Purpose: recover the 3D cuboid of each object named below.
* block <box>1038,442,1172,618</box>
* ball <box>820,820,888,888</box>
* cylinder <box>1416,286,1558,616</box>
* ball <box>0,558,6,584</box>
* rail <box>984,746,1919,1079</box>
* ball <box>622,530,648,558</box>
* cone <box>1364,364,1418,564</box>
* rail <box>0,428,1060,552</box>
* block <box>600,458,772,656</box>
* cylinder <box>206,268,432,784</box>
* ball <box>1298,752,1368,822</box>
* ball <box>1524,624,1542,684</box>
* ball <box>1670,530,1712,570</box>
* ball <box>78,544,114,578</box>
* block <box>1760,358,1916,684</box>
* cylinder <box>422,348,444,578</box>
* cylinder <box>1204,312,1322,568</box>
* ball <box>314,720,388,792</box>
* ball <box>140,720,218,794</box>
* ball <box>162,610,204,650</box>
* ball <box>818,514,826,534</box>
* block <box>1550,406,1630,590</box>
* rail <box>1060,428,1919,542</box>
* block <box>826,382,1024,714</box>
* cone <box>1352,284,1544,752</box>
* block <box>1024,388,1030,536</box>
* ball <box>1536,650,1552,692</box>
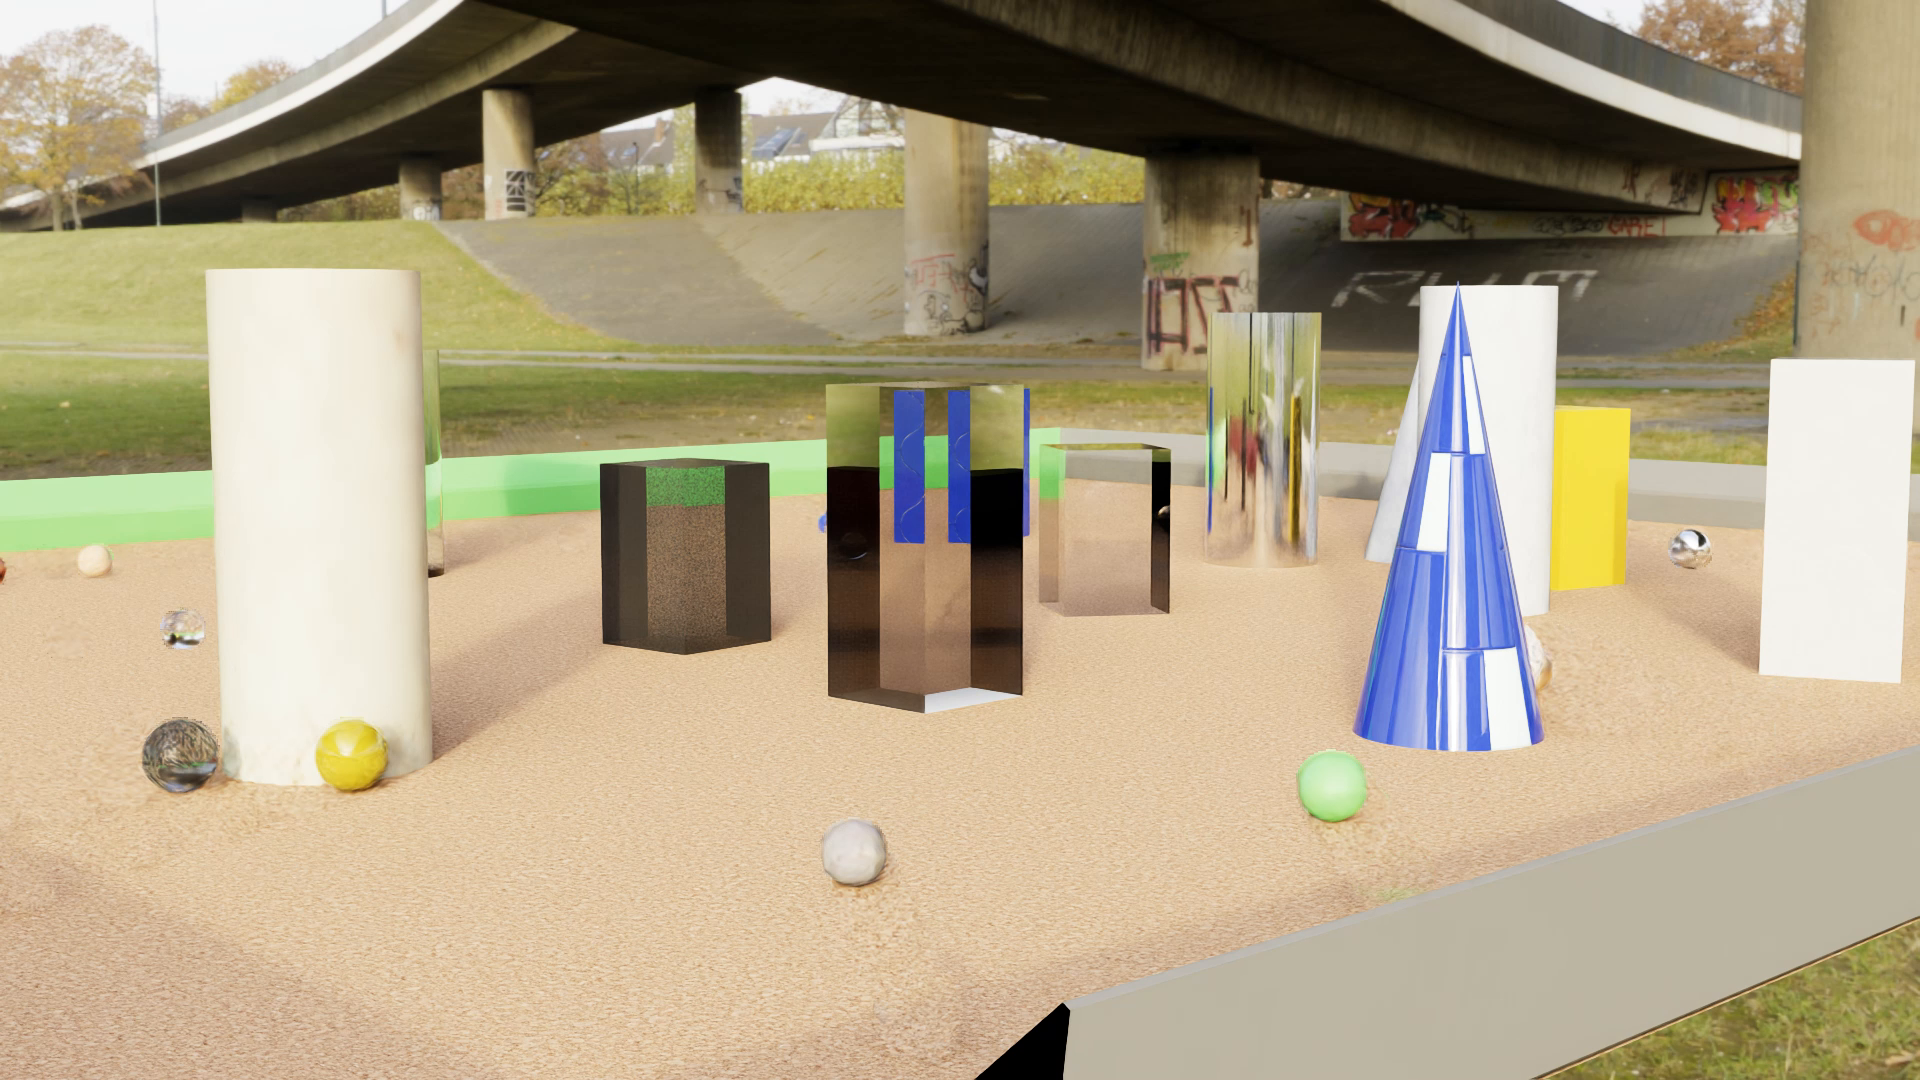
[{"bbox_3d":[0.215,-0.018,3.292,0.160,0.244,0.160,-1,6,-11],"label":"block"},{"bbox_3d":[-0.082,0.243,1.706,0.052,0.052,0.052,0,6,0],"label":"ball"},{"bbox_3d":[0.784,-0.137,3.285,0.200,0.481,0.200,0,6,0],"label":"cylinder"},{"bbox_3d":[-1.544,0.049,3.462,0.075,0.075,0.075,0,6,0],"label":"ball"},{"bbox_3d":[1.172,0.165,2.068,3.969,0.130,0.045,-5,8,-42],"label":"rail"},{"bbox_3d":[-0.589,0.007,3.990,0.048,0.048,0.048,0,6,0],"label":"ball"},{"bbox_3d":[0.829,-0.164,3.948,0.200,0.398,0.200,0,6,0],"label":"cone"},{"bbox_3d":[-1.172,-0.098,4.595,3.969,0.130,0.045,-5,8,-42],"label":"rail"},{"bbox_3d":[-0.368,0.018,2.953,0.160,0.242,0.160,5,8,39],"label":"block"},{"bbox_3d":[-0.623,-0.020,2.147,0.200,0.483,0.200,0,6,0],"label":"cylinder"},{"bbox_3d":[0.326,0.216,1.925,0.060,0.060,0.060,0,6,0],"label":"ball"},{"bbox_3d":[0.612,0.135,2.505,0.100,0.100,0.100,0,6,0],"label":"ball"},{"bbox_3d":[1.265,0.016,3.807,0.068,0.068,0.068,0,6,0],"label":"ball"},{"bbox_3d":[-1.446,0.036,3.675,0.056,0.056,0.056,0,6,0],"label":"ball"},{"bbox_3d":[1.088,-0.031,2.725,0.160,0.386,0.160,3,6,24],"label":"block"},{"bbox_3d":[-0.976,-0.130,3.706,0.200,0.380,0.200,0,6,0],"label":"cylinder"},{"bbox_3d":[0.536,-0.181,3.896,0.200,0.442,0.200,0,6,0],"label":"cylinder"},{"bbox_3d":[-0.566,0.200,2.045,0.067,0.067,0.067,0,6,0],"label":"ball"},{"bbox_3d":[-0.723,0.201,2.038,0.068,0.068,0.068,0,6,0],"label":"ball"},{"bbox_3d":[-1.023,0.119,2.898,0.053,0.053,0.053,0,6,0],"label":"ball"},{"bbox_3d":[-0.266,-0.032,4.405,0.040,0.040,0.040,0,6,0],"label":"ball"},{"bbox_3d":[0.979,-0.073,3.610,0.160,0.287,0.160,-4,7,-34],"label":"block"},{"bbox_3d":[1.441,-0.104,4.654,0.045,0.130,3.505,-5,8,-42],"label":"rail"},{"bbox_3d":[-0.040,0.002,2.533,0.160,0.361,0.160,6,8,44],"label":"block"},{"bbox_3d":[0.517,-0.033,2.307,0.200,0.476,0.200,0,6,0],"label":"cone"},{"bbox_3d":[0.031,-0.150,4.323,0.160,0.292,0.160,3,7,26],"label":"block"},{"bbox_3d":[0.662,0.151,2.564,0.057,0.057,0.057,0,6,0],"label":"ball"}]
